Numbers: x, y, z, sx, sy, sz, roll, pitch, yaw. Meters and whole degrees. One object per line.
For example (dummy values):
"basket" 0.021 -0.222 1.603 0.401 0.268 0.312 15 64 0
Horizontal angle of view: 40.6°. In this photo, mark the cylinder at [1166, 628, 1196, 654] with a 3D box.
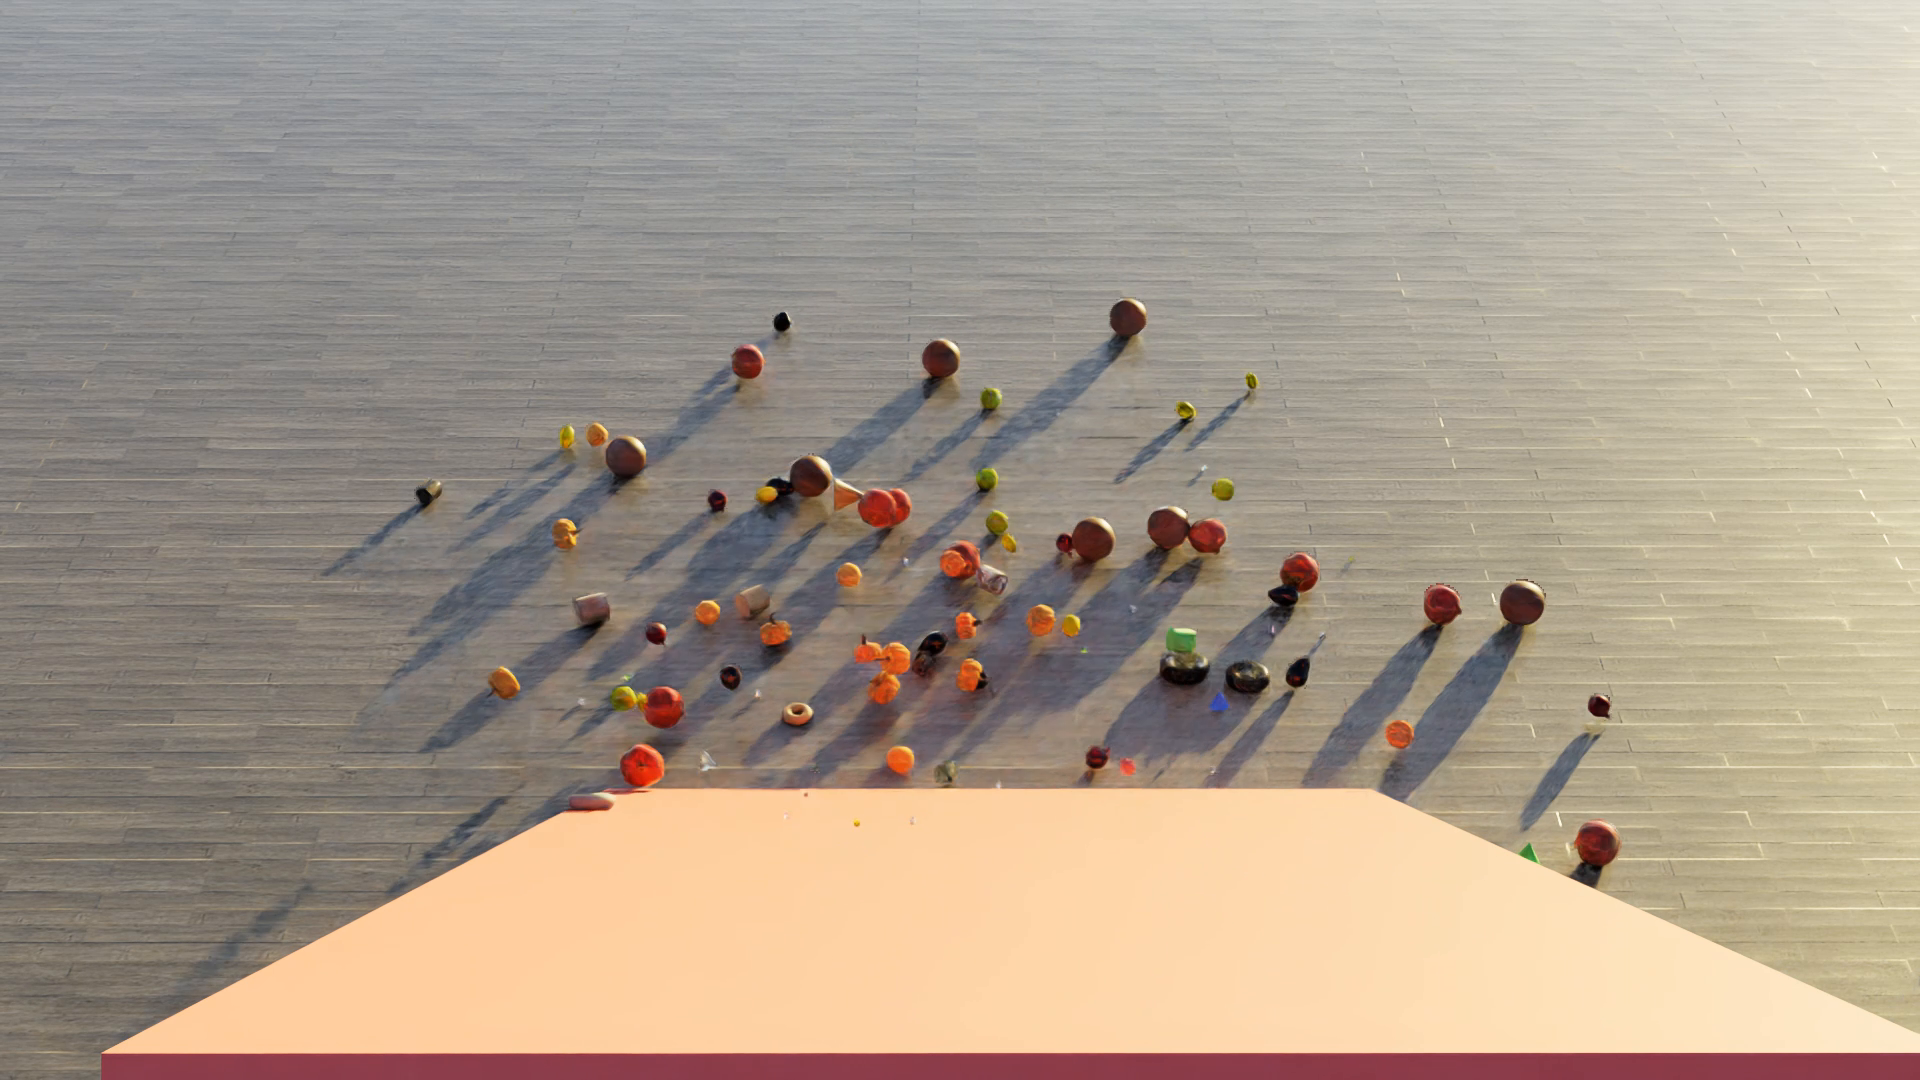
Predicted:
"cylinder" 0.621 0.282 7.294 0.066 0.066 0.066 6 32 -16

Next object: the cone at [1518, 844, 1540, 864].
"cone" 1.458 0.801 6.659 0.066 0.066 0.066 0 34 0

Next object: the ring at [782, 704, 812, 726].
"ring" -0.450 0.481 7.168 0.084 0.028 0.084 1 33 0

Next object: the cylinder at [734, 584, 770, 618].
"cylinder" -0.605 0.178 7.575 0.074 0.074 0.074 -25 41 -32

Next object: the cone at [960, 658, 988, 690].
"cone" 0.041 0.362 7.296 0.082 0.082 0.082 0 34 0

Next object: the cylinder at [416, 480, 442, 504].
"cylinder" -1.650 -0.149 8.072 0.057 0.057 0.057 17 28 23

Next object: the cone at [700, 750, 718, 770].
"cone" -0.681 0.585 6.959 0.050 0.050 0.050 -13 73 -18

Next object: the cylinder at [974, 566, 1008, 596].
"cylinder" 0.093 0.119 7.644 0.070 0.070 0.070 -27 38 -34

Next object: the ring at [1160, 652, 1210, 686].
"ring" 0.633 0.361 7.328 0.143 0.048 0.143 -1 30 1

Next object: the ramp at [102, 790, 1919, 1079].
"ramp" 0.075 0.652 4.792 2.000 0.100 4.000 0 -1 0

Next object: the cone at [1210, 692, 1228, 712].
"cone" 0.720 0.438 7.208 0.054 0.054 0.054 0 34 0

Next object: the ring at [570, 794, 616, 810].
"ring" -0.869 0.618 6.129 0.109 0.036 0.109 -2 -5 0

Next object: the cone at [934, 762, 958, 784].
"cone" -0.030 0.630 6.894 0.067 0.067 0.067 -8 16 -11

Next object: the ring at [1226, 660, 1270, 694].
"ring" 0.809 0.386 7.297 0.127 0.042 0.127 0 35 0
